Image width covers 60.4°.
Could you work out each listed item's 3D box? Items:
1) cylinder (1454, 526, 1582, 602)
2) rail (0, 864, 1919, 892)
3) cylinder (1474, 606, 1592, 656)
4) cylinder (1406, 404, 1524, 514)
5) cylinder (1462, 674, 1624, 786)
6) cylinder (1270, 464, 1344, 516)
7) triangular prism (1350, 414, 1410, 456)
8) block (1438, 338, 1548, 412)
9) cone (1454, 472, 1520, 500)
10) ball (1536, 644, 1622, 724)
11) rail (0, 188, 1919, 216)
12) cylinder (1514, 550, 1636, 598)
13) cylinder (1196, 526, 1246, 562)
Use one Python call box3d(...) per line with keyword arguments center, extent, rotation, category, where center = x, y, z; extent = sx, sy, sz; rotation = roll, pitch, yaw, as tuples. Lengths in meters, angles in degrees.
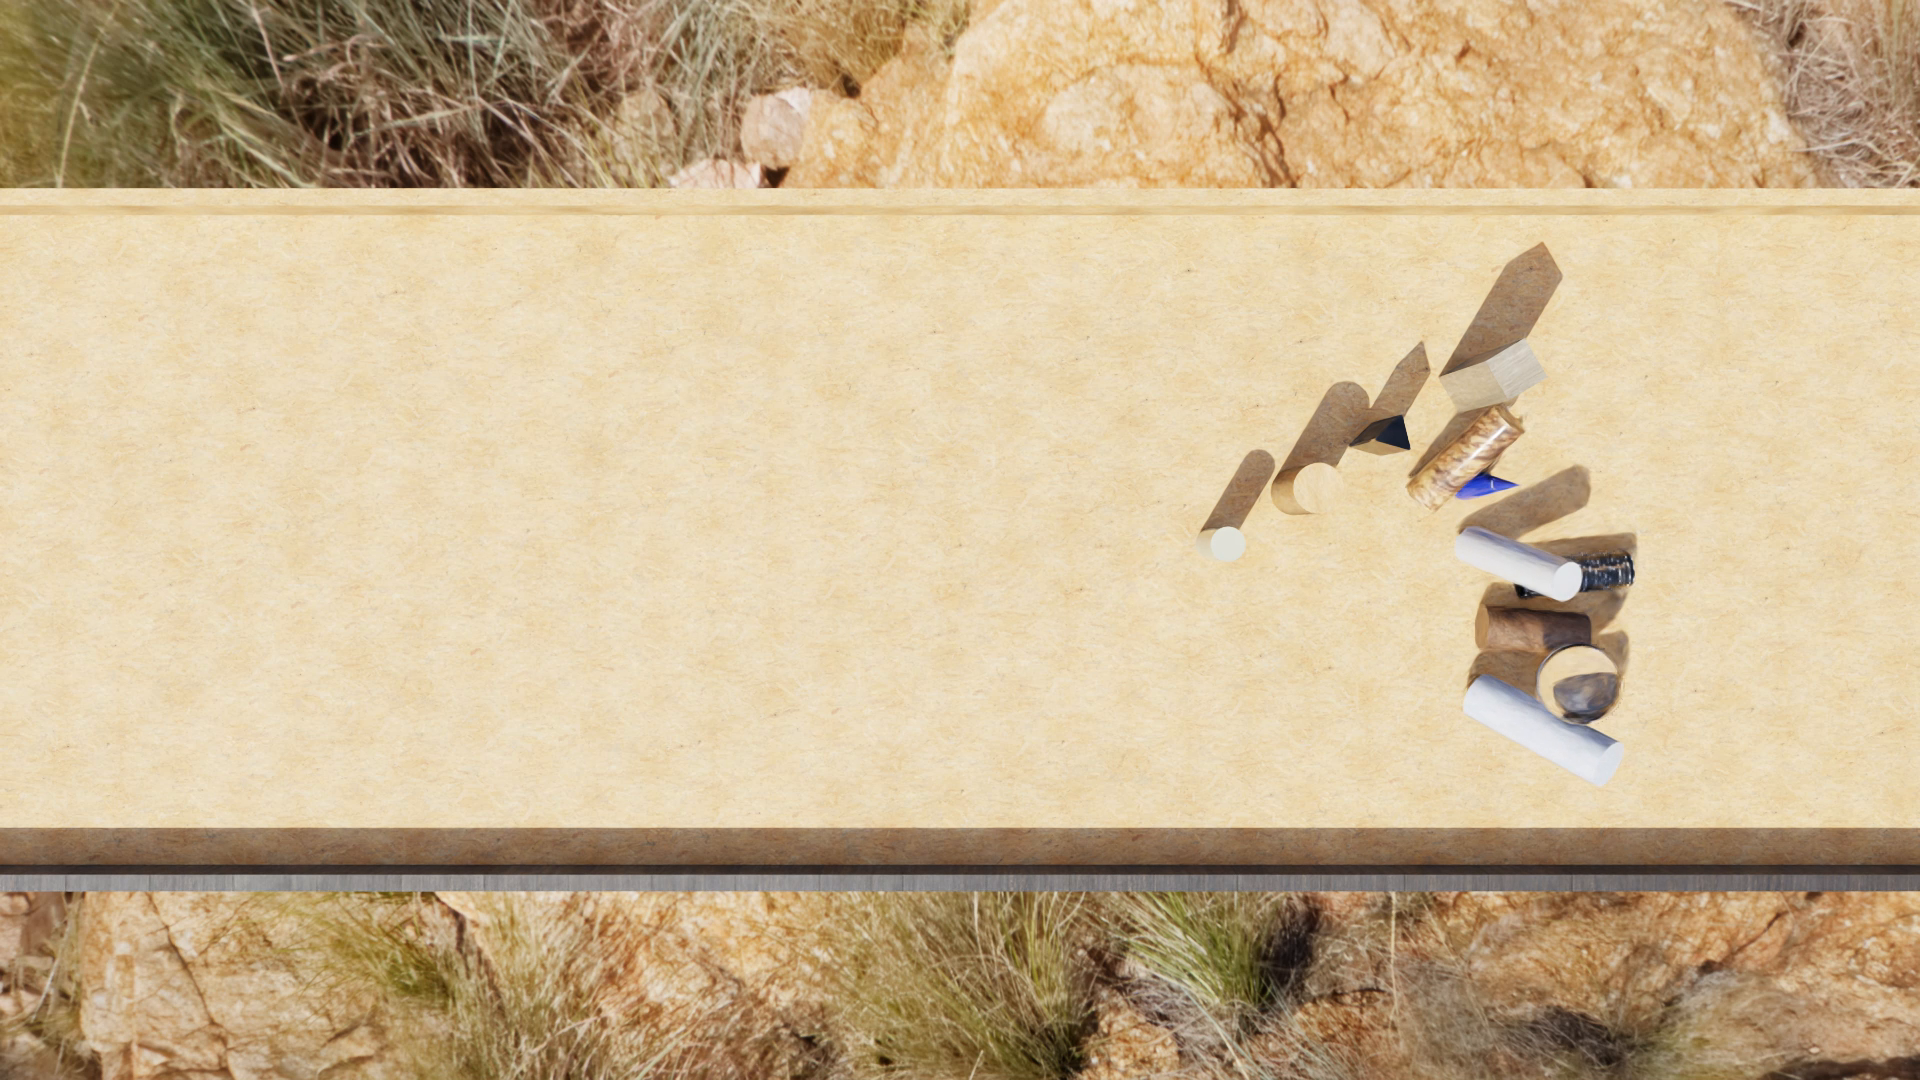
box3d(center=(1.646, 0.066, 4.878), extent=(0.117, 0.394, 0.117), rotation=(-8, 109, -25), category="cylinder")
box3d(center=(-2.247, 1.025, 5.001), extent=(12.000, 0.150, 0.050), rotation=(0, 90, 0), category="rail")
box3d(center=(1.739, 0.278, 5.010), extent=(0.311, 0.134, 0.134), rotation=(5, 90, 0), category="cylinder")
box3d(center=(1.508, -0.242, 4.935), extent=(0.122, 0.122, 0.361), rotation=(43, 119, 0), category="cylinder")
box3d(center=(1.717, 0.557, 4.873), extent=(0.446, 0.144, 0.144), rotation=(31, 90, 42), category="cylinder")
box3d(center=(1.028, -0.148, 4.902), extent=(0.145, 0.349, 0.145), rotation=(0, 90, 0), category="cylinder")
box3d(center=(1.259, -0.318, 4.913), extent=(0.105, 0.327, 0.091), rotation=(16, 90, 0), category="triangular prism")
box3d(center=(1.559, -0.478, 4.847), extent=(0.128, 0.459, 0.128), rotation=(-31, 90, 0), category="block")
box3d(center=(1.582, -0.166, 4.905), extent=(0.103, 0.329, 0.103), rotation=(-1, 93, -11), category="cone")
box3d(center=(1.781, 0.414, 4.746), extent=(0.233, 0.233, 0.233), rotation=(0, 90, 0), category="ball")
box3d(center=(-2.247, -1.025, 5.002), extent=(12.000, 0.150, 0.050), rotation=(0, 90, 0), category="rail")
box3d(center=(1.867, 0.105, 5.020), extent=(0.331, 0.113, 0.113), rotation=(-6, 90, 0), category="cylinder")
box3d(center=(0.774, 0.012, 4.920), extent=(0.101, 0.314, 0.101), rotation=(0, 90, 0), category="cylinder")
